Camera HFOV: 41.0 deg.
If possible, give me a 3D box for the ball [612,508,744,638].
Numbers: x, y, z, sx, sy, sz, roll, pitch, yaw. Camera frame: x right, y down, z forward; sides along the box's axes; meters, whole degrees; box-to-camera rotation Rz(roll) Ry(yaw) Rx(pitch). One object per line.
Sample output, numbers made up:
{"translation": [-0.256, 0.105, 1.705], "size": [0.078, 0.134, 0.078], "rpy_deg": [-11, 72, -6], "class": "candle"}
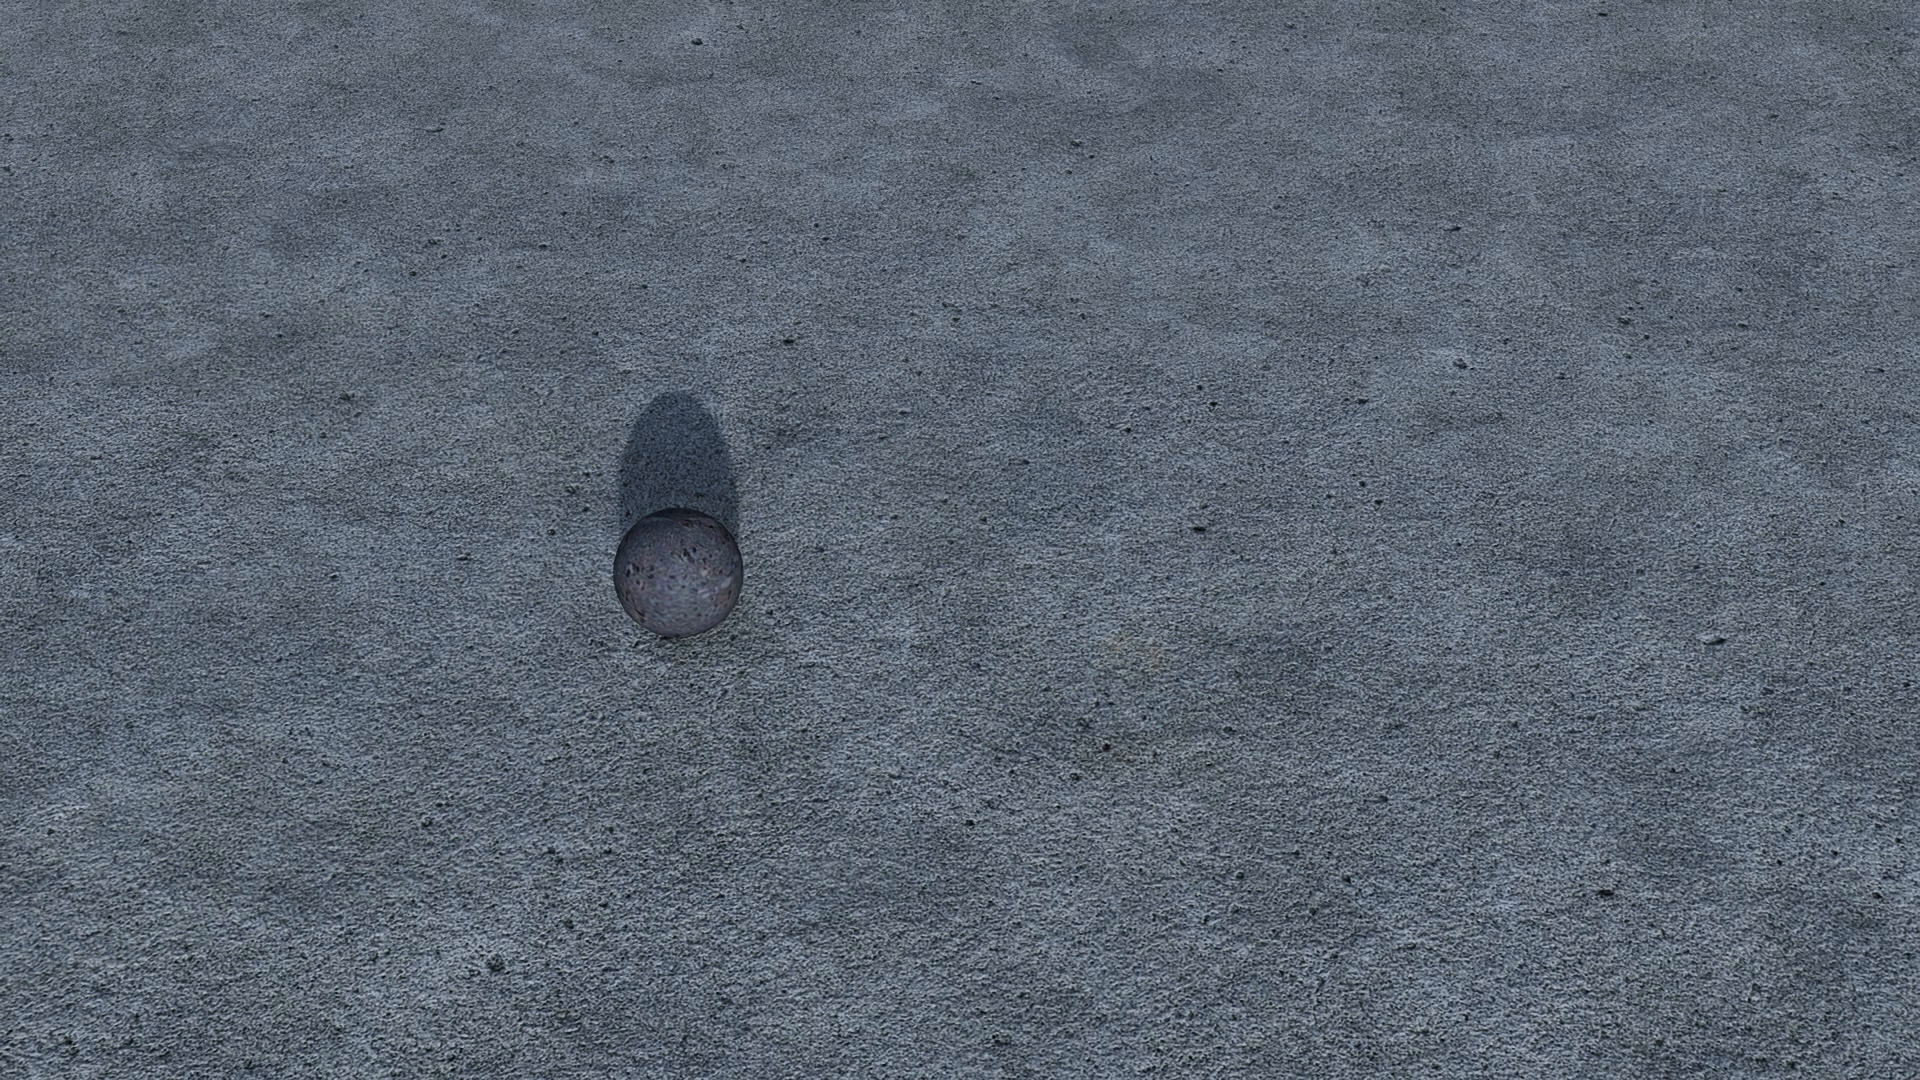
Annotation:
{"translation": [-0.161, 0.019, 1.470], "size": [0.075, 0.075, 0.075], "rpy_deg": [0, 37, 0], "class": "ball"}
